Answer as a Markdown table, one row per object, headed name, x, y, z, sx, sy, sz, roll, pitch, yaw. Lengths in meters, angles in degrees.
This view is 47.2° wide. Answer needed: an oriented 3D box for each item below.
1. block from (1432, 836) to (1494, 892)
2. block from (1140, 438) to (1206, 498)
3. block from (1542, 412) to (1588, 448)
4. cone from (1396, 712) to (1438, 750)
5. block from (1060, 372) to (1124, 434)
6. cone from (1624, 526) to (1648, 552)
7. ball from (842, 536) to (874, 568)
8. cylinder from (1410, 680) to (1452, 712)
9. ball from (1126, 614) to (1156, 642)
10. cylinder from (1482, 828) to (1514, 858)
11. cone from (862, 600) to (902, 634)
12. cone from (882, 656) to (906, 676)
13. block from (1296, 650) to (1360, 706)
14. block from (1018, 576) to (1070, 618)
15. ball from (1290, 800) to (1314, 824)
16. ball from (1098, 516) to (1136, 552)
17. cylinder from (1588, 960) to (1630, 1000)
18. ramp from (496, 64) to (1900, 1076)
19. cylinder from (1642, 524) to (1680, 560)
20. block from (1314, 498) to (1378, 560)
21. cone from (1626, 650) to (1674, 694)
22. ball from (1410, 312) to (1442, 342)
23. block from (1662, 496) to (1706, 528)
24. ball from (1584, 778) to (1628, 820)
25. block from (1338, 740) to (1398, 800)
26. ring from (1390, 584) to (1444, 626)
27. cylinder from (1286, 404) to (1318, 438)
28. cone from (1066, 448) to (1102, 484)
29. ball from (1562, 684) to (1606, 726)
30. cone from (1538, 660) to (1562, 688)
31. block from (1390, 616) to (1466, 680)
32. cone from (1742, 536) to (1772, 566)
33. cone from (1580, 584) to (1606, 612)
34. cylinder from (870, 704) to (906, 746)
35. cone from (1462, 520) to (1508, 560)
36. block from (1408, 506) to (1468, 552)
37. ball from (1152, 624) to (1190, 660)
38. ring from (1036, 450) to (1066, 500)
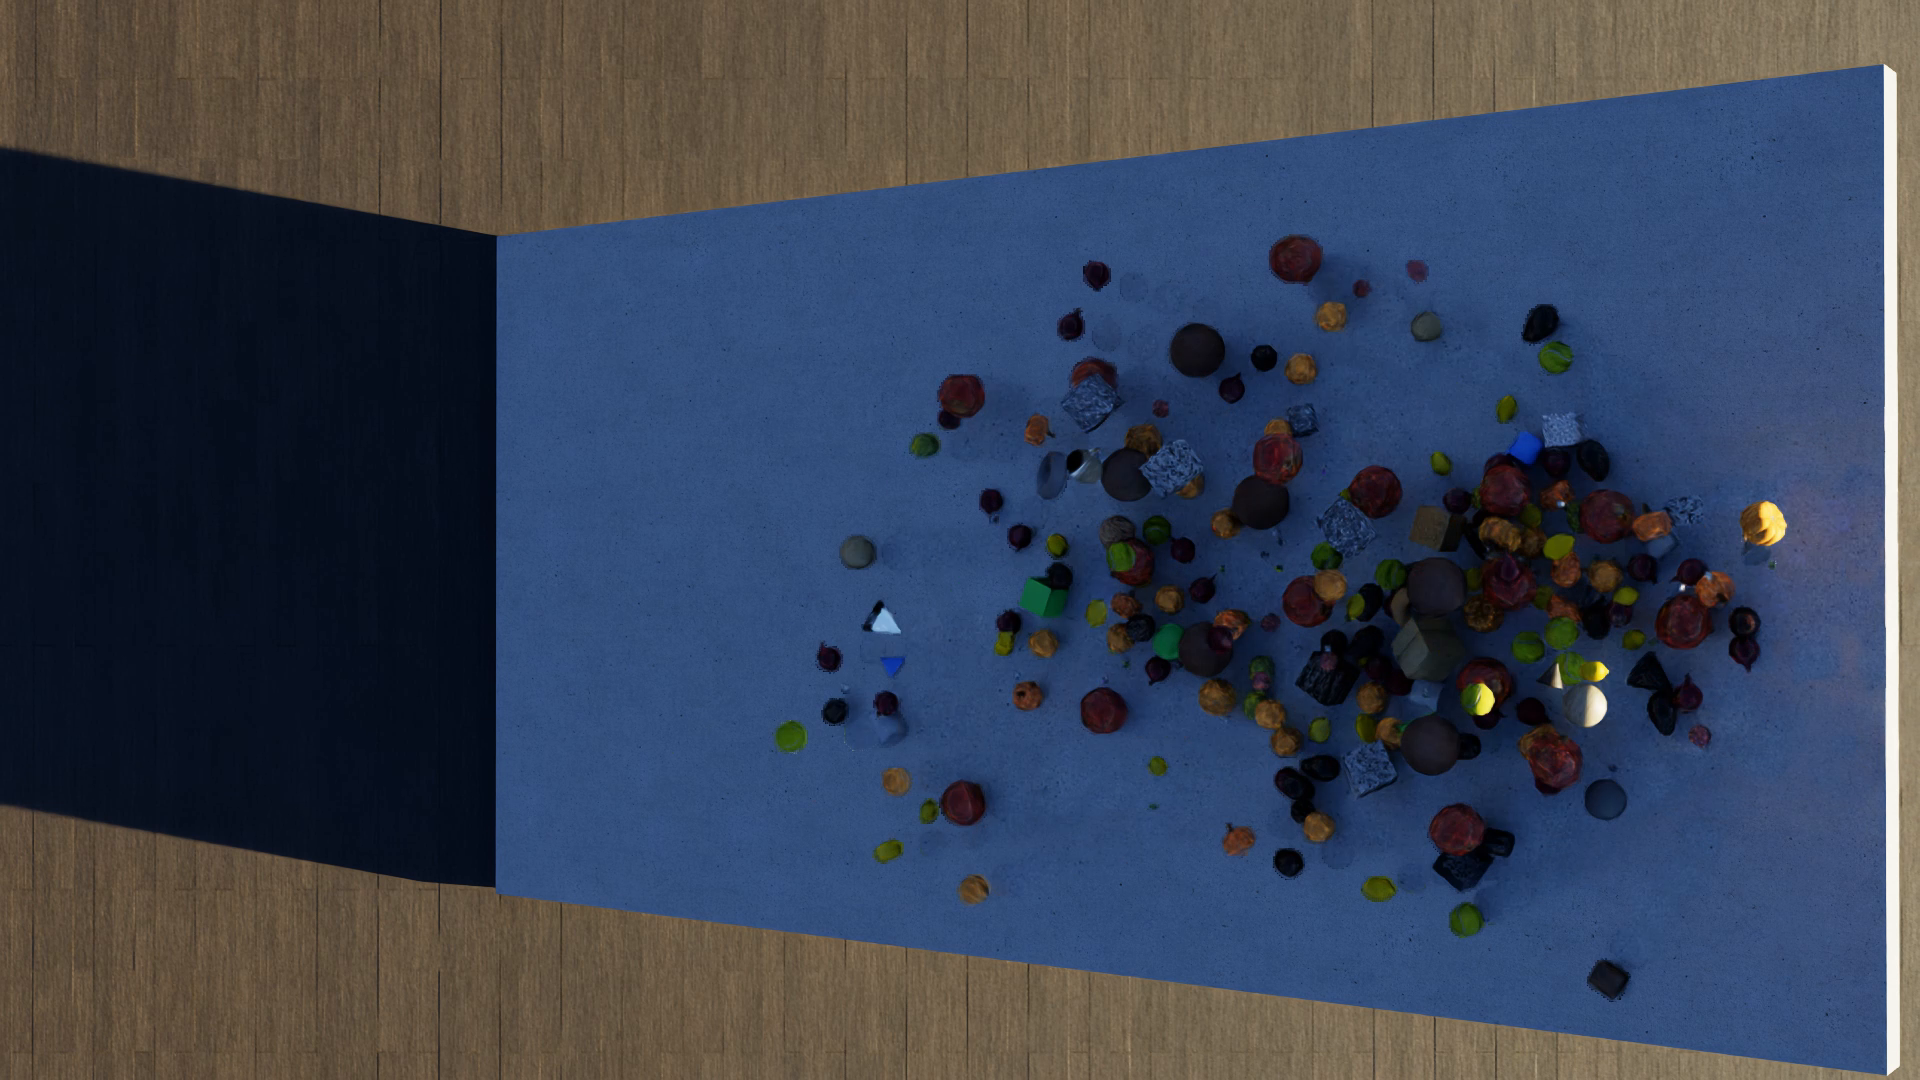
| name | x | y | z | sx | sy | sz | roll | pitch | yaw |
| --- | --- | --- | --- | --- | --- | --- | --- | --- | --- |
| block | 1.103 | 0.708 | 4.819 | 0.080 | 0.080 | 0.080 | 42 | 114 | 29 |
| block | 0.494 | -0.167 | 5.116 | 0.090 | 0.090 | 0.090 | -43 | 79 | 36 |
| block | 1.293 | -0.234 | 4.698 | 0.069 | 0.069 | 0.069 | -4 | 87 | 36 |
| cone | 1.008 | 0.418 | 4.882 | 0.085 | 0.085 | 0.085 | 4 | 90 | 29 |
| block | 0.314 | -0.325 | 5.216 | 0.096 | 0.096 | 0.096 | -43 | 85 | 21 |
| cone | 1.414 | -0.012 | 4.636 | 0.054 | 0.054 | 0.054 | -9 | 134 | -9 |
| ball | -0.270 | 0.032 | 5.813 | 0.088 | 0.088 | 0.088 | 0 | 90 | 0 |
| cylinder | 1.043 | 0.340 | 4.873 | 0.066 | 0.066 | 0.066 | 20 | 90 | 34 |
| ball | 0.432 | 0.210 | 5.254 | 0.070 | 0.070 | 0.070 | 0 | 90 | 0 |
| cylinder | 1.171 | 0.659 | 4.788 | 0.053 | 0.053 | 0.053 | 10 | 89 | 35 |
| cone | -0.193 | 0.221 | 5.784 | 0.095 | 0.095 | 0.095 | 30 | 90 | 4 |
| cone | -0.167 | 0.320 | 5.774 | 0.060 | 0.060 | 0.060 | -29 | 90 | 5 |
| block | 0.838 | 0.314 | 5.010 | 0.089 | 0.089 | 0.089 | 38 | 111 | 30 |
| block | 0.209 | 0.143 | 5.471 | 0.077 | 0.077 | 0.077 | 27 | 104 | 35 |
| ball | 0.789 | 0.626 | 5.064 | 0.055 | 0.055 | 0.055 | 0 | 90 | 0 |
| ball | 0.382 | -0.014 | 5.341 | 0.090 | 0.090 | 0.090 | 0 | 90 | 0 |
| cylinder | 1.368 | 0.927 | 4.638 | 0.060 | 0.060 | 0.060 | 33 | 90 | 31 |
| ramp | 0.239 | 0.066 | 5.561 | 4.000 | 0.100 | 2.000 | 0 | 89 | 36 |
| cylinder | 1.462 | 0.005 | 4.583 | 0.053 | 0.053 | 0.053 | 44 | 116 | 0 |
| block | 0.840 | -0.025 | 4.780 | 0.082 | 0.082 | 0.082 | -44 | 130 | 17 |
| cone | 1.456 | 0.293 | 4.590 | 0.090 | 0.090 | 0.090 | 36 | 90 | 4 |
| ball | 1.036 | -0.473 | 4.885 | 0.068 | 0.068 | 0.068 | 0 | 90 | 0 |
| block | 1.496 | -0.059 | 4.547 | 0.055 | 0.055 | 0.055 | -5 | 84 | -30 |
| ball | 1.360 | 0.547 | 4.632 | 0.087 | 0.087 | 0.087 | 0 | 90 | 0 |
| block | 0.915 | 0.515 | 4.927 | 0.093 | 0.093 | 0.093 | -23 | 74 | -3 |
| ring | 1.007 | 0.150 | 4.846 | 0.114 | 0.038 | 0.114 | 7 | 119 | 13 |
| cylinder | 0.790 | -0.276 | 5.064 | 0.061 | 0.061 | 0.061 | -12 | 77 | 0 |
| cone | 0.317 | -0.197 | 5.253 | 0.094 | 0.094 | 0.094 | 17 | 129 | 22 |
| ball | 1.240 | 0.328 | 4.367 | 0.086 | 0.086 | 0.086 | 0 | 90 | 0 |
| cone | 1.205 | 0.269 | 4.466 | 0.054 | 0.054 | 0.054 | 13 | 96 | 0 |
| block | 1.024 | 0.238 | 4.815 | 0.099 | 0.099 | 0.099 | 3 | 48 | -26 |
| cone | 1.616 | 0.012 | 4.488 | 0.059 | 0.059 | 0.059 | -8 | 50 | 0 |
| cone | 1.329 | 0.132 | 4.650 | 0.052 | 0.052 | 0.052 | 40 | 87 | 0 |
| cylinder | -0.189 | 0.485 | 5.757 | 0.078 | 0.078 | 0.078 | -21 | 63 | 0 |
| cone | 1.148 | -0.018 | 4.757 | 0.089 | 0.089 | 0.089 | -31 | 90 | 0 |
| block | 1.056 | -0.025 | 4.857 | 0.080 | 0.080 | 0.080 | 24 | 103 | 38 |
| ball | 0.503 | 0.244 | 5.252 | 0.089 | 0.089 | 0.089 | 0 | 90 | 0 |
| ring | 0.219 | -0.155 | 5.250 | 0.040 | 0.120 | 0.120 | 13 | 90 | -20 |
